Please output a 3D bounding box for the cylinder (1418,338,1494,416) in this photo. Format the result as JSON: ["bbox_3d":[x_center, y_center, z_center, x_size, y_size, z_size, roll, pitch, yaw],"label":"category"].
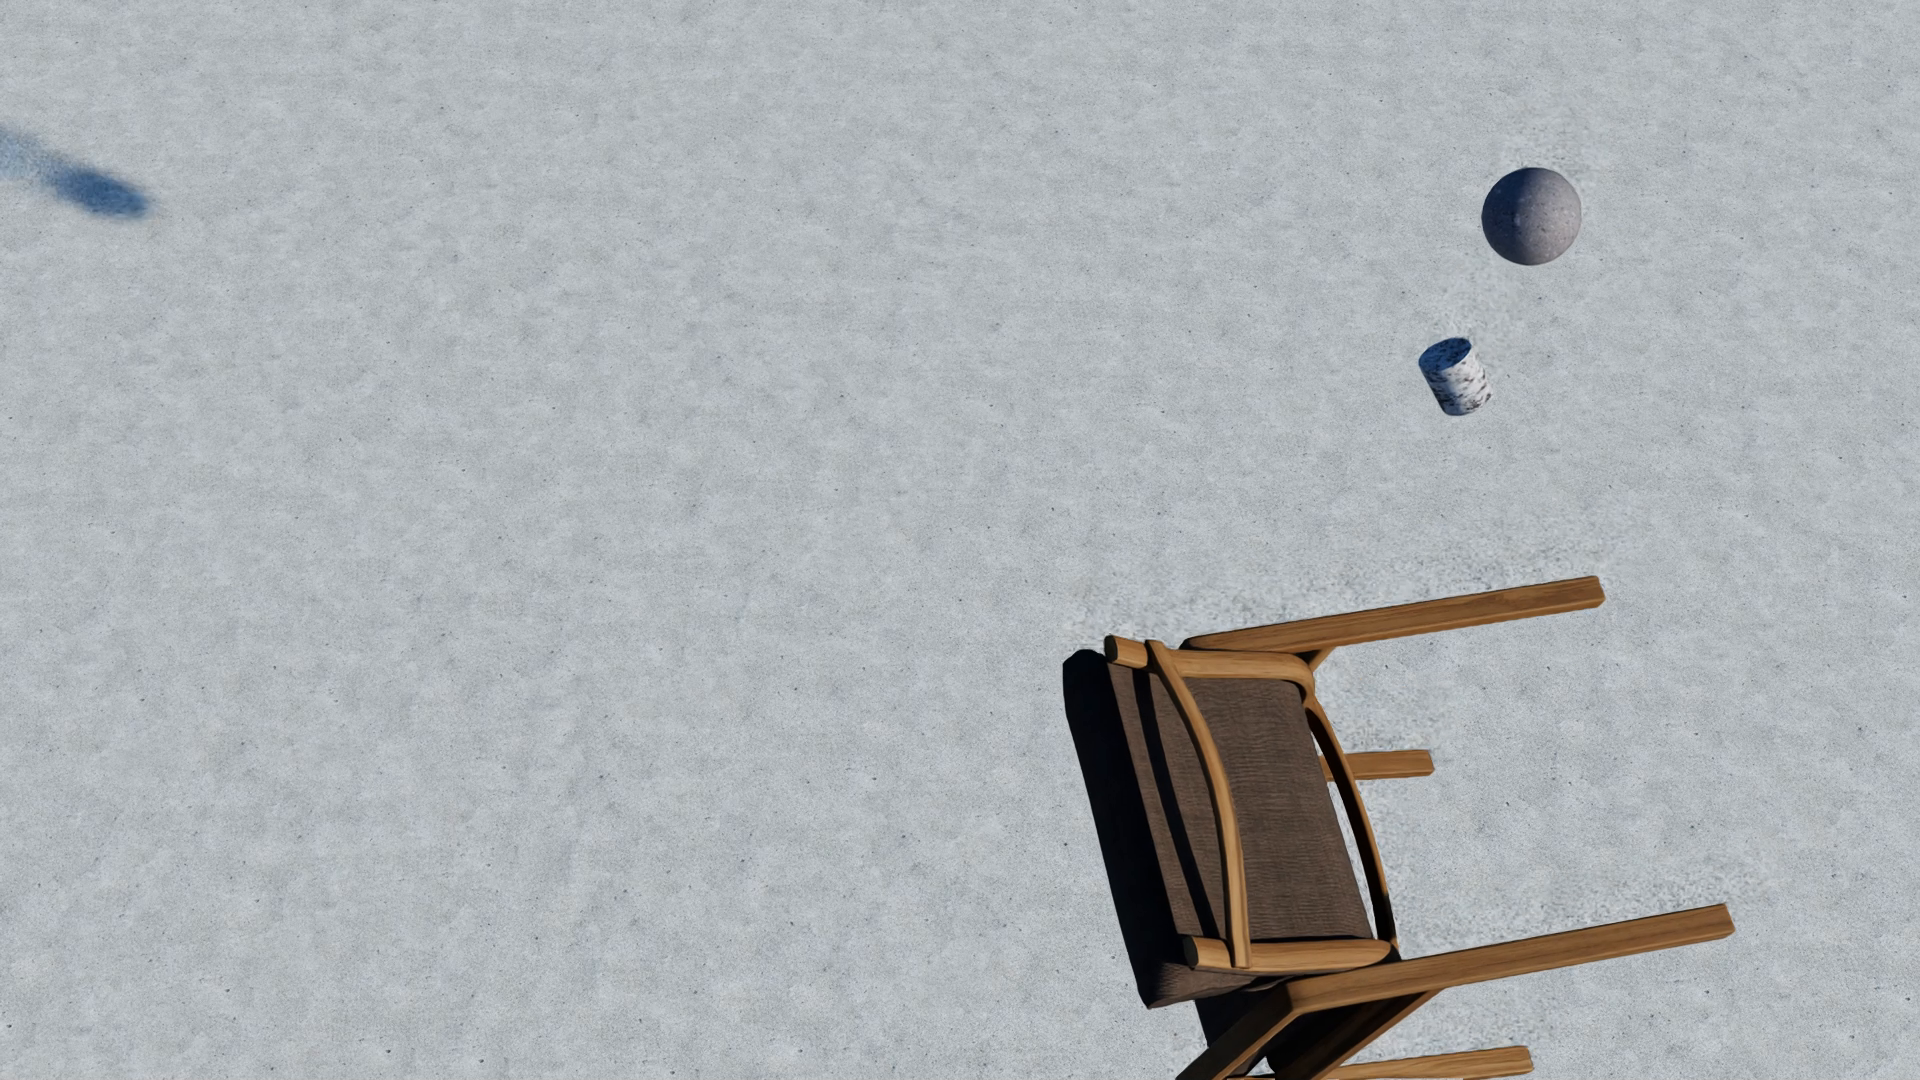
[{"bbox_3d":[0.771,-0.253,3.415,0.083,0.087,0.101,-34,23,-2],"label":"cylinder"}]

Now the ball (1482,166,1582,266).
[{"bbox_3d":[1.162,-0.658,4.470,0.198,0.198,0.198,0,56,0],"label":"ball"}]
